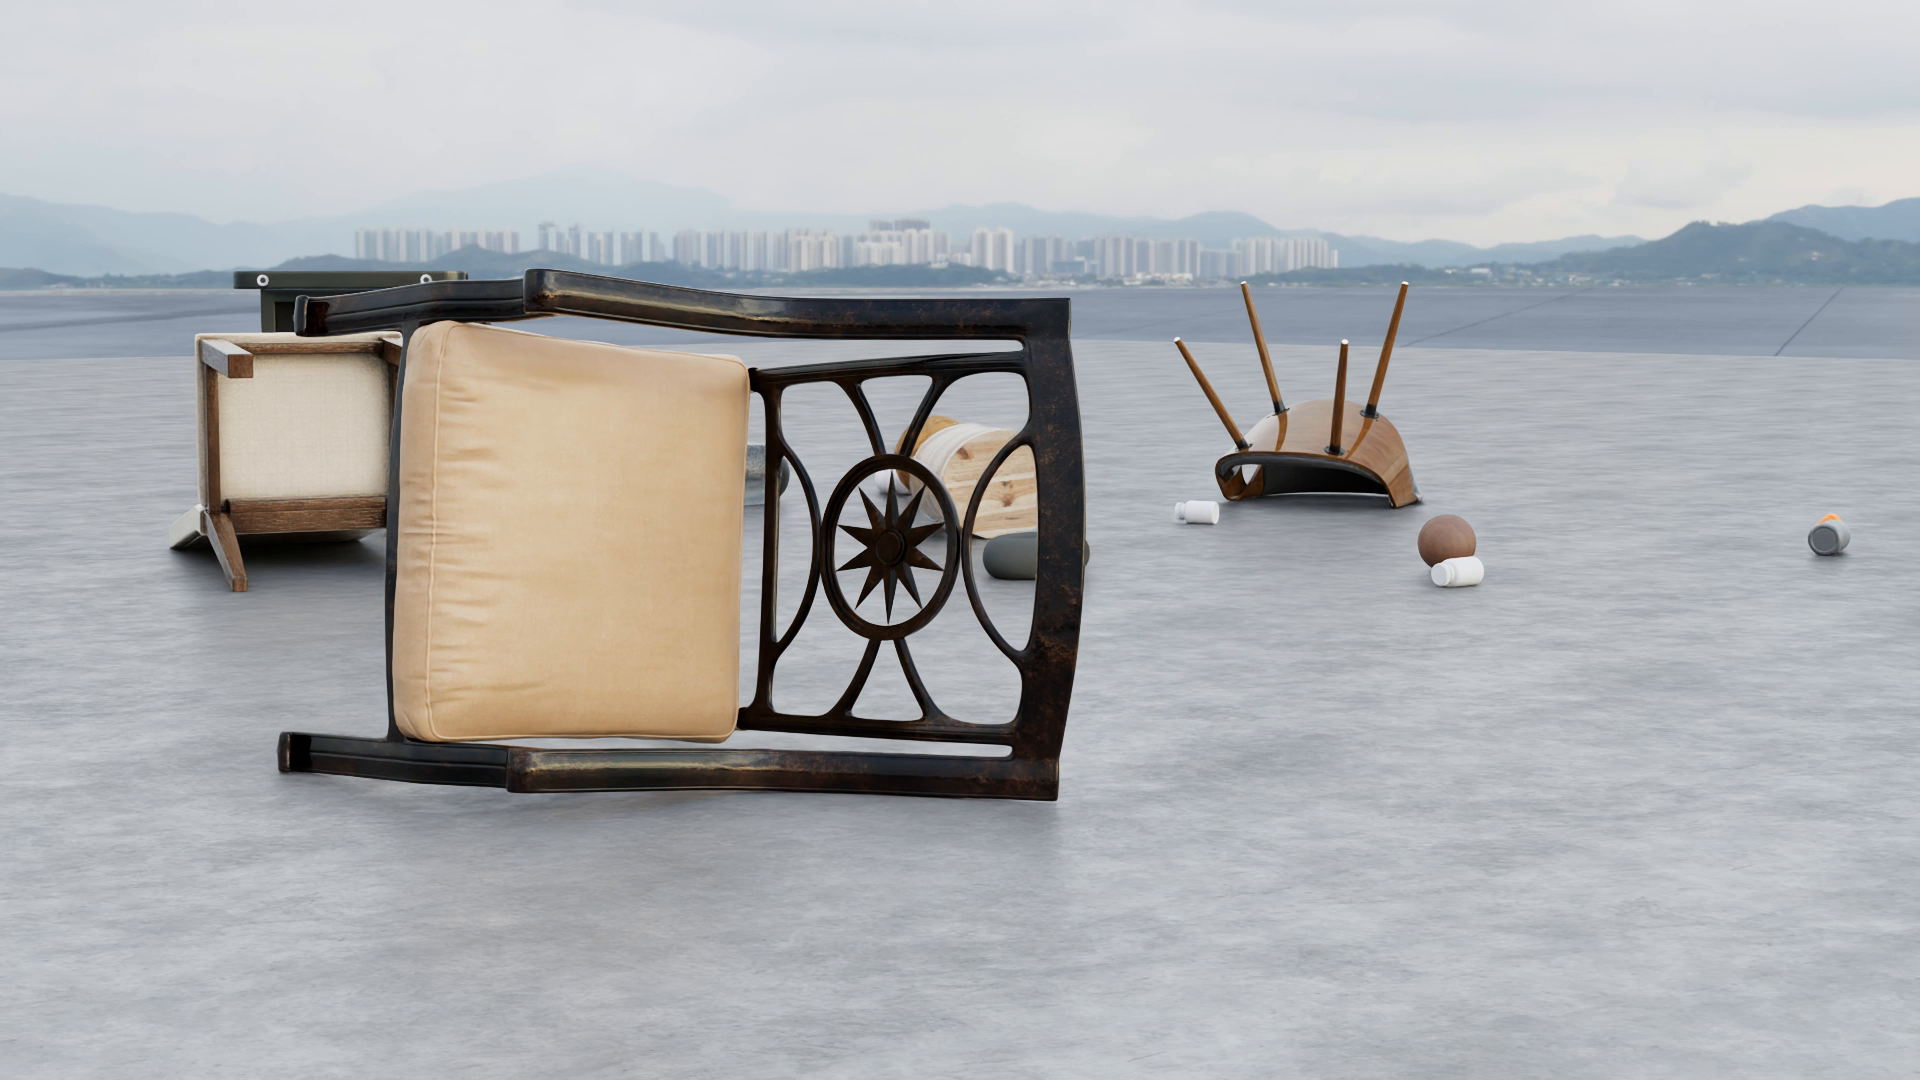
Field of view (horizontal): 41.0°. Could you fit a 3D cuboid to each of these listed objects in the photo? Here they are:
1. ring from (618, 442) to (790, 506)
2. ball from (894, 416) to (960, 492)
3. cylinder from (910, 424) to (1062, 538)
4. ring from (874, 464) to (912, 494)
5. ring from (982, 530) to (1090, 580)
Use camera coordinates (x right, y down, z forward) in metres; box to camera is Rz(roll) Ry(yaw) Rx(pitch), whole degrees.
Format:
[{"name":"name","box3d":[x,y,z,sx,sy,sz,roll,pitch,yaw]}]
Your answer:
[{"name":"ring","box3d":[-0.739,-0.191,7.424,0.499,0.176,0.243,-1,4,-13]},{"name":"ball","box3d":[-0.070,-0.240,7.526,0.249,0.249,0.249,0,6,0]},{"name":"cylinder","box3d":[0.062,-0.153,6.569,0.314,0.273,0.312,-6,7,-16]},{"name":"ring","box3d":[-0.121,-0.188,7.810,0.257,0.089,0.297,4,6,44]},{"name":"ring","box3d":[0.169,0.033,5.650,0.266,0.092,0.187,-6,7,-38]}]
